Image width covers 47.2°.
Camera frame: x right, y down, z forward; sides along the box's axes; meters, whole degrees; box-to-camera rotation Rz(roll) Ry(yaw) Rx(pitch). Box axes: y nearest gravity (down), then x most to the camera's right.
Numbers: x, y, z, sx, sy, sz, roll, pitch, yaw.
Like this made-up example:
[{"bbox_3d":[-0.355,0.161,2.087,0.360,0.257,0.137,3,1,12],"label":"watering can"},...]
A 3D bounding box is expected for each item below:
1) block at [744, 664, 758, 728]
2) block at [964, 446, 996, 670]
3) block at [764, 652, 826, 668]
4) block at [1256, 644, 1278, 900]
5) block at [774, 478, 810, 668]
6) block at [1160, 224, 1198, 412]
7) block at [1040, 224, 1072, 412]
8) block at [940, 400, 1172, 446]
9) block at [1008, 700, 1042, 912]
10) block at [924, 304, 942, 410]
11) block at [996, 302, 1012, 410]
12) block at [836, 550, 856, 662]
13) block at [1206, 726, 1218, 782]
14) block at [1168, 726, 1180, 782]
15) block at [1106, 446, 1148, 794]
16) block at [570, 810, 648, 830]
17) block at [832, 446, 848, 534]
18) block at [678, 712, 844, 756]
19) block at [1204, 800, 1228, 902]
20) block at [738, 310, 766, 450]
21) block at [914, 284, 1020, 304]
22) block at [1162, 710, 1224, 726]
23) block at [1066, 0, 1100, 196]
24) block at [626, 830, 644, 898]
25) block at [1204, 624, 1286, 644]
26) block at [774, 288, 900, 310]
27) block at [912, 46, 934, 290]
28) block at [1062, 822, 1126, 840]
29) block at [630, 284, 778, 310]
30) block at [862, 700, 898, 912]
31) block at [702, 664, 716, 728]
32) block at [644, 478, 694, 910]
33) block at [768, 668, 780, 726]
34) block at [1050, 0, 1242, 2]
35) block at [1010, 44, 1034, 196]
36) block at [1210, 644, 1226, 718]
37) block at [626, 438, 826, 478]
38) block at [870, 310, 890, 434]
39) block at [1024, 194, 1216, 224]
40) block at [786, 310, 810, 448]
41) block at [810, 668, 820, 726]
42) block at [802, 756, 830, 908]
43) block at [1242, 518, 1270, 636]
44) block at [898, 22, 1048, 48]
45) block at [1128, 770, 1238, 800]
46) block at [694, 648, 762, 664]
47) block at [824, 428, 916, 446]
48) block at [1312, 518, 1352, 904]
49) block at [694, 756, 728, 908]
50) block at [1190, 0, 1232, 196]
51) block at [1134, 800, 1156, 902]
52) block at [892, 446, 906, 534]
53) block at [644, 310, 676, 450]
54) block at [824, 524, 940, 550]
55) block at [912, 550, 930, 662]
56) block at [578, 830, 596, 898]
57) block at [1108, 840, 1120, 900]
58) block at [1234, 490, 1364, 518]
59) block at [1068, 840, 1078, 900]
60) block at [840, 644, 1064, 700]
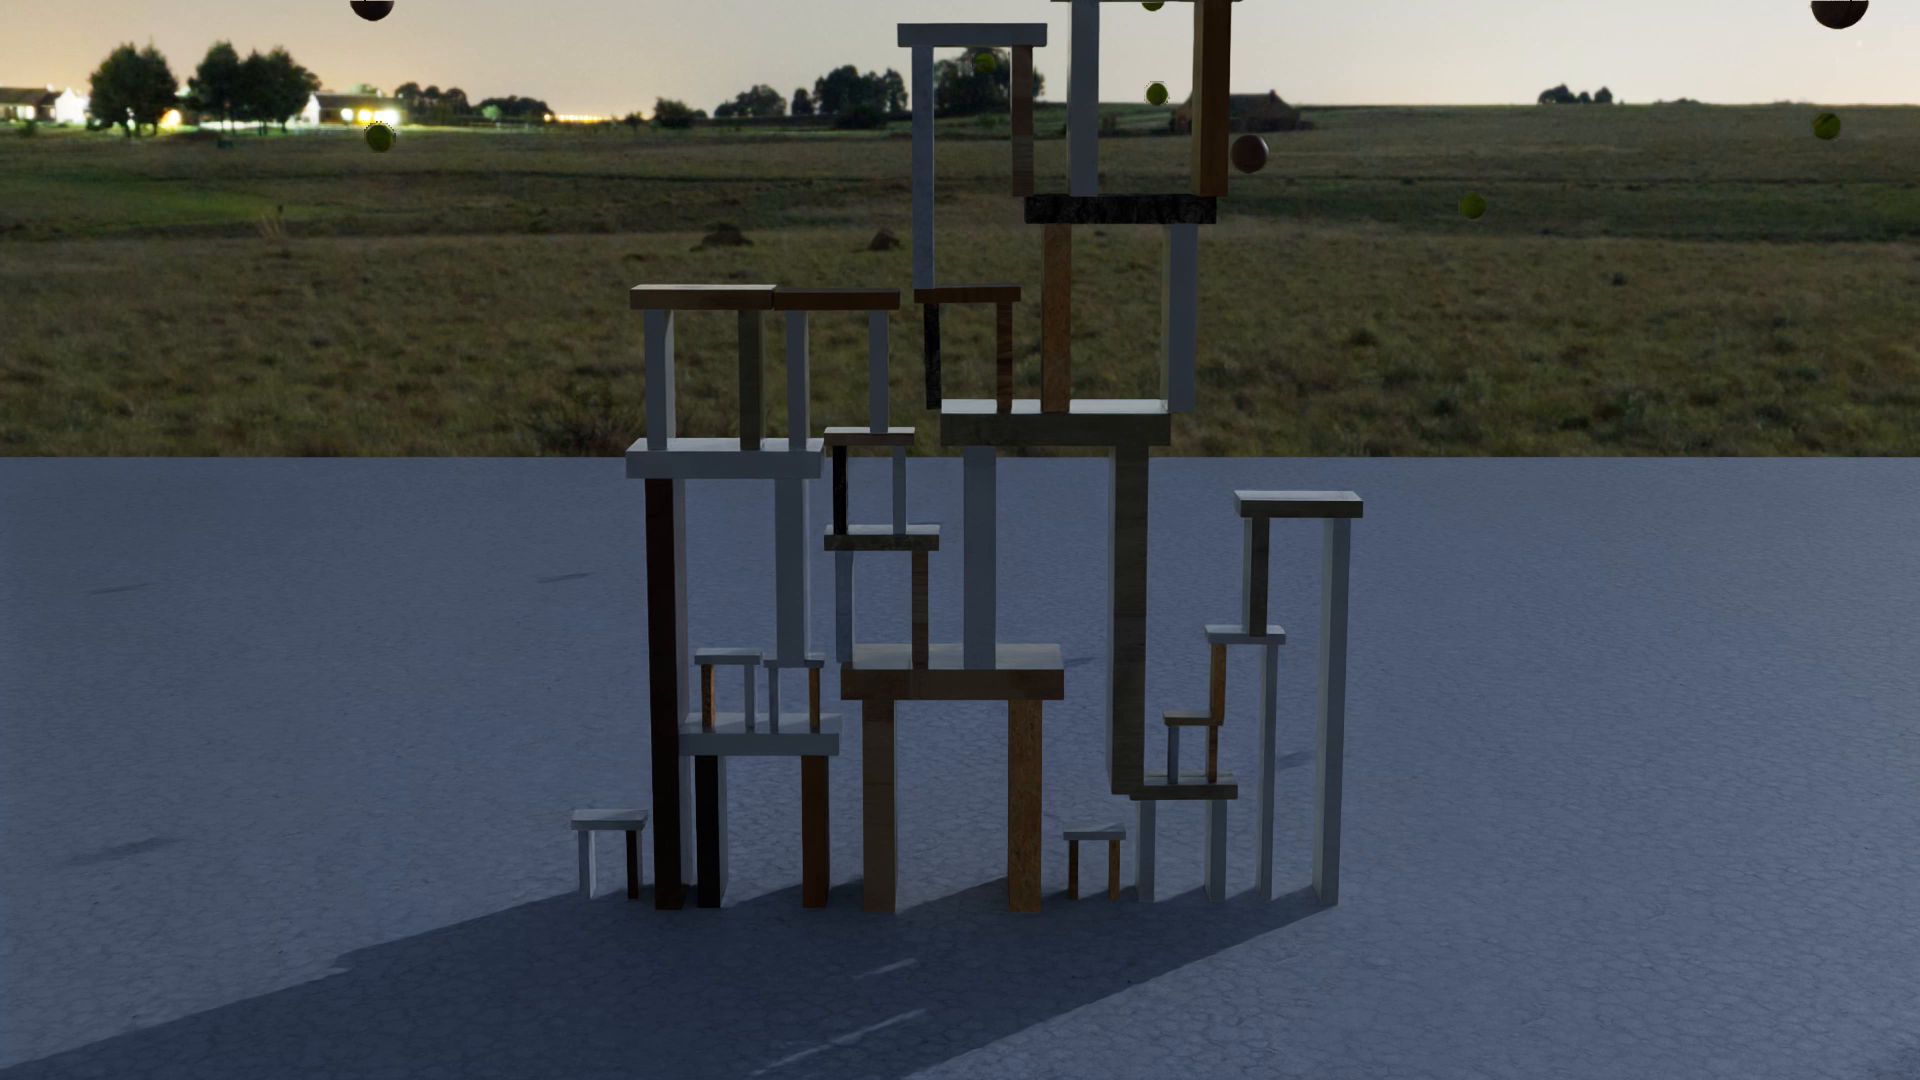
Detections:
[{"bbox_3d":[-0.342,0.249,3.603,0.015,0.105,0.053,0,11,0],"label":"block"},{"bbox_3d":[0.031,0.013,3.561,0.051,0.360,0.180,0,11,0],"label":"block"},{"bbox_3d":[-0.270,0.197,3.595,0.098,0.014,0.049,0,10,0],"label":"block"},{"bbox_3d":[0.506,0.377,3.630,0.018,0.433,0.063,0,11,0],"label":"block"},{"bbox_3d":[-0.270,0.040,3.565,0.043,0.306,0.153,0,10,0],"label":"block"},{"bbox_3d":[0.347,-0.358,3.493,0.041,0.293,0.146,0,11,0],"label":"block"},{"bbox_3d":[0.152,-0.358,3.495,0.041,0.292,0.146,0,11,0],"label":"block"},{"bbox_3d":[0.150,-0.189,3.523,0.360,0.051,0.180,0,11,0],"label":"block"},{"bbox_3d":[0.106,0.415,3.636,0.050,0.356,0.178,0,11,0],"label":"block"},{"bbox_3d":[-0.043,-0.297,3.508,0.024,0.167,0.084,-1,11,0],"label":"block"},{"bbox_3d":[0.071,-0.297,3.508,0.024,0.167,0.084,0,11,0],"label":"block"},{"bbox_3d":[-0.187,0.099,3.581,0.026,0.184,0.092,0,11,0],"label":"block"},{"bbox_3d":[0.414,0.346,3.621,0.013,0.095,0.047,0,11,0],"label":"block"},{"bbox_3d":[0.351,0.346,3.621,0.013,0.094,0.047,0,11,0],"label":"block"},{"bbox_3d":[0.270,0.115,3.579,0.051,0.567,0.180,0,11,0],"label":"block"},{"bbox_3d":[-0.581,0.464,3.649,0.119,0.017,0.059,0,11,0],"label":"block"},{"bbox_3d":[-0.192,-0.086,3.541,0.020,0.143,0.072,0,11,0],"label":"block"},{"bbox_3d":[-0.325,0.319,3.615,0.258,0.037,0.129,0,11,0],"label":"block"},{"bbox_3d":[0.425,0.504,3.654,0.025,0.176,0.088,0,11,0],"label":"block"},{"bbox_3d":[-0.331,-0.261,3.509,0.031,0.220,0.110,0,11,0],"label":"block"},{"bbox_3d":[0.012,-0.392,3.491,0.167,0.024,0.084,-1,11,1],"label":"block"},{"bbox_3d":[0.383,0.292,3.612,0.095,0.013,0.047,1,11,0],"label":"block"},{"bbox_3d":[0.191,-0.688,3.425,0.042,0.299,0.149,0,11,0],"label":"block"},{"bbox_3d":[-0.542,0.531,3.662,0.017,0.119,0.059,0,11,0],"label":"block"},{"bbox_3d":[0.464,0.154,3.589,0.125,0.018,0.063,1,10,0],"label":"block"},{"bbox_3d":[-0.194,-0.382,3.489,0.195,0.028,0.098,0,11,1],"label":"block"},{"bbox_3d":[-0.057,-0.583,3.447,0.032,0.371,0.114,0,11,0],"label":"block"},{"bbox_3d":[0.222,0.483,3.646,0.103,0.015,0.051,0,11,0],"label":"block"},{"bbox_3d":[-0.404,-0.385,3.486,0.220,0.031,0.110,0,11,0],"label":"block"},{"bbox_3d":[-0.131,0.415,3.636,0.050,0.356,0.178,0,11,0],"label":"block"},{"bbox_3d":[-0.412,0.249,3.602,0.015,0.105,0.053,0,11,0],"label":"block"},{"bbox_3d":[-0.475,0.240,3.603,0.043,0.713,0.153,0,11,0],"label":"block"},{"bbox_3d":[-0.304,0.252,3.607,0.014,0.098,0.049,0,11,0],"label":"block"},{"bbox_3d":[0.290,-0.856,3.393,0.299,0.042,0.149,0,11,0],"label":"block"},{"bbox_3d":[0.097,-0.653,3.432,0.032,0.229,0.114,-1,11,0],"label":"block"},{"bbox_3d":[0.422,0.224,3.602,0.018,0.125,0.063,0,10,0],"label":"block"},{"bbox_3d":[-0.372,-0.132,3.534,0.306,0.043,0.153,0,11,0],"label":"block"},{"bbox_3d":[-0.129,-0.273,3.509,0.028,0.195,0.098,0,11,0],"label":"block"},{"bbox_3d":[0.249,-0.522,3.463,0.293,0.041,0.146,0,11,0],"label":"block"},{"bbox_3d":[-0.258,-0.261,3.512,0.028,0.219,0.098,0,11,0],"label":"block"},{"bbox_3d":[-0.239,0.252,3.607,0.014,0.098,0.049,0,10,0],"label":"block"},{"bbox_3d":[-0.239,0.464,3.642,0.037,0.258,0.129,0,11,0],"label":"block"},{"bbox_3d":[0.479,0.051,3.565,0.028,0.194,0.097,0,10,0],"label":"block"},{"bbox_3d":[0.019,-0.782,3.409,0.229,0.032,0.114,0,11,1],"label":"block"},{"bbox_3d":[0.366,0.404,3.635,0.175,0.025,0.088,-1,11,0],"label":"block"},{"bbox_3d":[-0.377,0.190,3.592,0.105,0.015,0.053,0,11,0],"label":"block"},{"bbox_3d":[-0.144,-0.166,3.526,0.143,0.020,0.072,0,11,0],"label":"block"},{"bbox_3d":[0.608,0.273,3.607,0.028,0.645,0.097,0,11,0],"label":"block"},{"bbox_3d":[-0.411,0.464,3.642,0.037,0.258,0.129,0,11,0],"label":"block"},{"bbox_3d":[0.390,-0.688,3.424,0.042,0.299,0.149,0,11,0],"label":"block"},{"bbox_3d":[0.308,0.504,3.654,0.025,0.175,0.088,0,11,0],"label":"block"},{"bbox_3d":[-0.097,-0.086,3.541,0.020,0.143,0.072,0,11,0],"label":"block"},{"bbox_3d":[-0.478,-0.262,3.509,0.031,0.221,0.110,0,11,0],"label":"block"},{"bbox_3d":[-0.126,-0.004,3.562,0.184,0.026,0.092,0,11,0],"label":"block"},{"bbox_3d":[-0.064,0.099,3.581,0.026,0.184,0.092,0,11,0],"label":"block"},{"bbox_3d":[-0.621,0.531,3.662,0.017,0.119,0.059,0,11,0],"label":"block"},{"bbox_3d":[0.256,0.540,3.656,0.015,0.103,0.051,0,11,0],"label":"block"},{"bbox_3d":[0.544,-0.058,3.545,0.194,0.028,0.097,0,11,0],"label":"block"},{"bbox_3d":[0.188,0.540,3.656,0.015,0.103,0.051,0,11,0],"label":"block"},{"bbox_3d":[-0.012,0.215,3.598,0.356,0.050,0.178,0,11,0],"label":"block"}]
